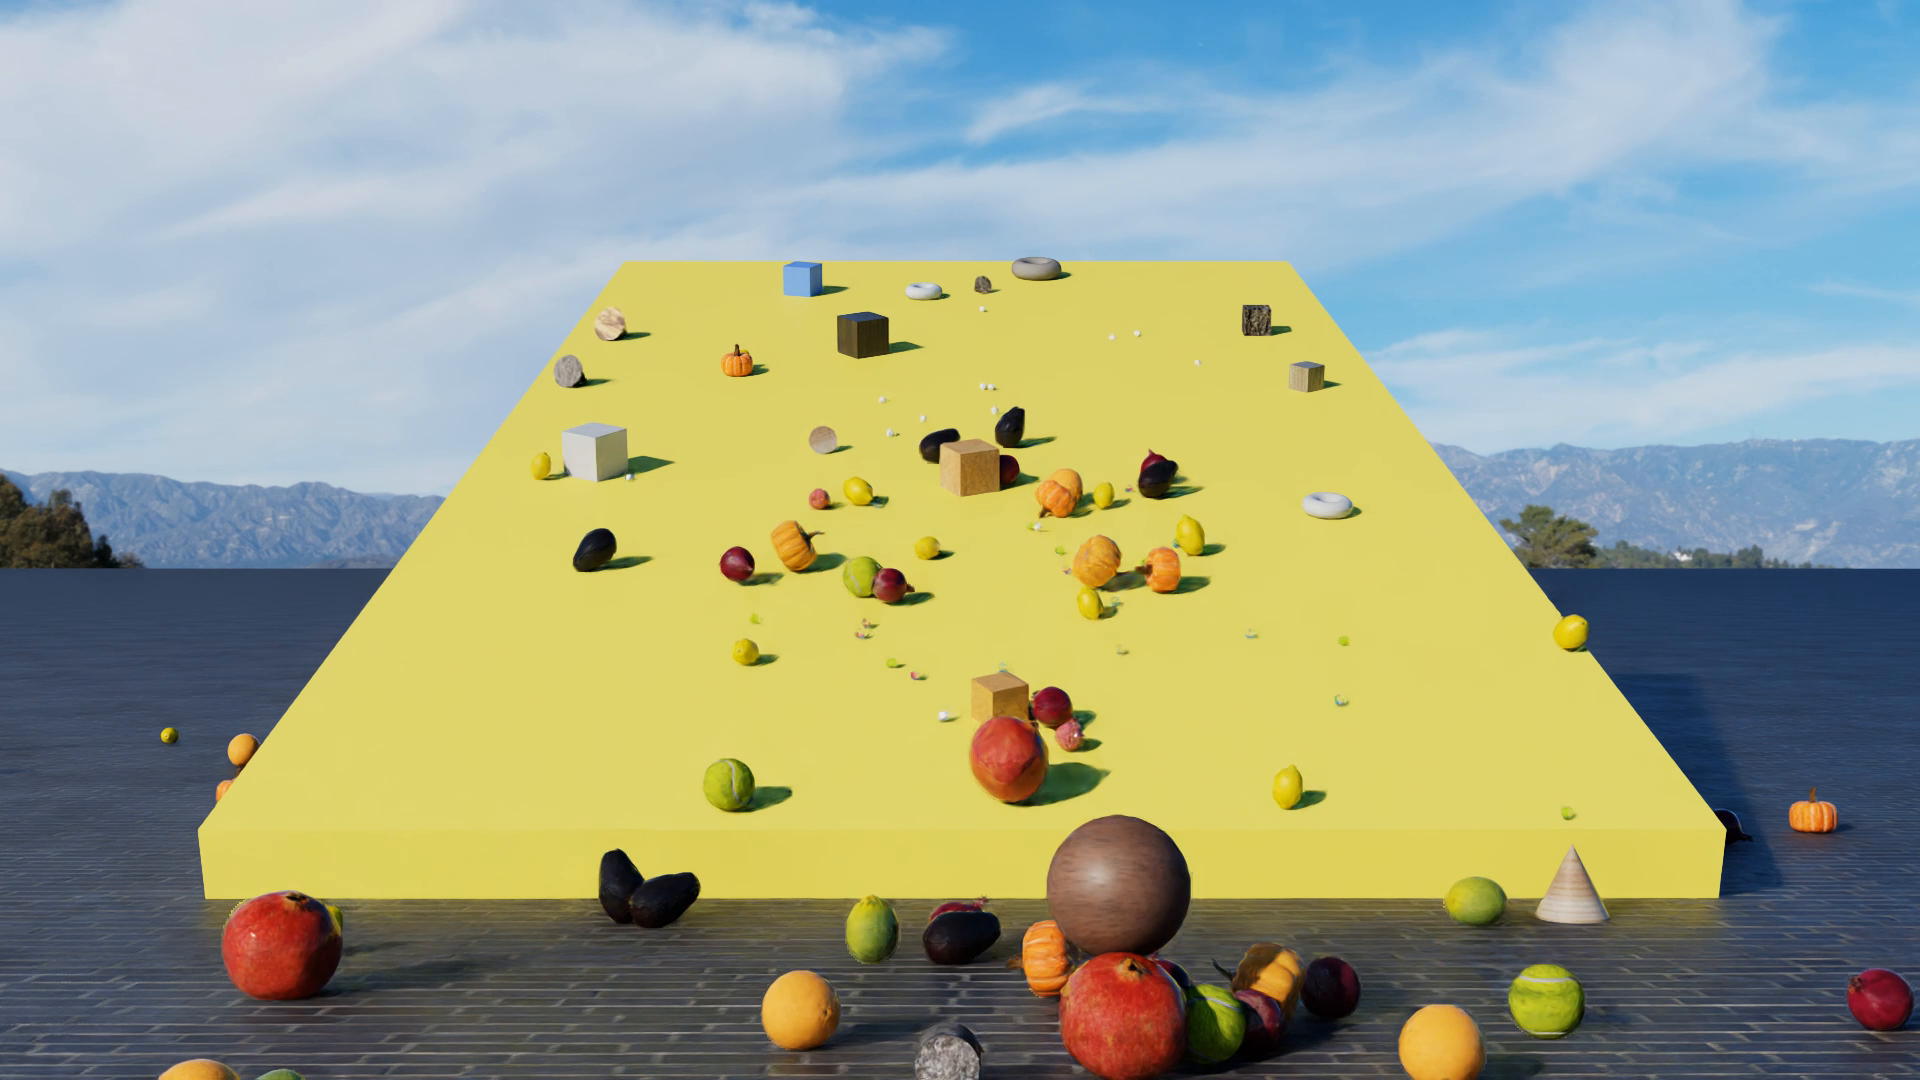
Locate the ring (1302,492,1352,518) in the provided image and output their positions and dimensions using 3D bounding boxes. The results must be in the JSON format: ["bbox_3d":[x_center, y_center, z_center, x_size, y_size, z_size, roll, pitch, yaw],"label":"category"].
[{"bbox_3d":[0.701,-0.066,4.261,0.098,0.033,0.098,1,18,0],"label":"ring"}]

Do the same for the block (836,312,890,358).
[{"bbox_3d":[-0.241,-0.509,5.541,0.093,0.093,0.093,-12,21,-33],"label":"block"}]

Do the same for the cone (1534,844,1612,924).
[{"bbox_3d":[0.767,0.426,2.796,0.094,0.094,0.094,0,-1,0],"label":"cone"}]

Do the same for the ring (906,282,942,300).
[{"bbox_3d":[-0.101,-0.691,6.207,0.104,0.035,0.104,0,19,0],"label":"ring"}]

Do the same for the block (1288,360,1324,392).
[{"bbox_3d":[0.807,-0.380,5.201,0.058,0.058,0.058,-15,23,-38],"label":"block"}]

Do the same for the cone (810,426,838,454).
[{"bbox_3d":[-0.294,-0.204,4.694,0.061,0.061,0.061,0,-10,-16],"label":"cone"}]

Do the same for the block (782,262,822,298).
[{"bbox_3d":[-0.440,-0.730,6.250,0.082,0.082,0.082,7,19,21],"label":"block"}]

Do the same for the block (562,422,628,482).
[{"bbox_3d":[-0.736,-0.178,4.508,0.092,0.092,0.092,12,21,33],"label":"block"}]

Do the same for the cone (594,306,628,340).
[{"bbox_3d":[-0.875,-0.542,5.730,0.090,0.090,0.090,0,-11,24],"label":"cone"}]

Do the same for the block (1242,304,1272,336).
[{"bbox_3d":[0.766,-0.568,5.770,0.068,0.068,0.068,0,18,1],"label":"block"}]

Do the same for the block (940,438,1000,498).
[{"bbox_3d":[0.019,-0.143,4.409,0.087,0.087,0.087,-9,20,-27],"label":"block"}]

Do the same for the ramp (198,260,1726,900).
[{"bbox_3d":[-0.003,-0.183,4.841,2.000,0.100,4.000,0,18,0],"label":"ramp"}]

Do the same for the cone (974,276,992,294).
[{"bbox_3d":[0.052,-0.710,6.283,0.054,0.054,0.054,0,-11,-28],"label":"cone"}]

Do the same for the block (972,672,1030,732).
[{"bbox_3d":[0.059,0.236,3.267,0.062,0.062,0.062,-10,20,-28],"label":"block"}]

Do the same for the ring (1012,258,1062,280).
[{"bbox_3d":[0.222,-0.789,6.491,0.146,0.049,0.146,1,19,0],"label":"ring"}]
